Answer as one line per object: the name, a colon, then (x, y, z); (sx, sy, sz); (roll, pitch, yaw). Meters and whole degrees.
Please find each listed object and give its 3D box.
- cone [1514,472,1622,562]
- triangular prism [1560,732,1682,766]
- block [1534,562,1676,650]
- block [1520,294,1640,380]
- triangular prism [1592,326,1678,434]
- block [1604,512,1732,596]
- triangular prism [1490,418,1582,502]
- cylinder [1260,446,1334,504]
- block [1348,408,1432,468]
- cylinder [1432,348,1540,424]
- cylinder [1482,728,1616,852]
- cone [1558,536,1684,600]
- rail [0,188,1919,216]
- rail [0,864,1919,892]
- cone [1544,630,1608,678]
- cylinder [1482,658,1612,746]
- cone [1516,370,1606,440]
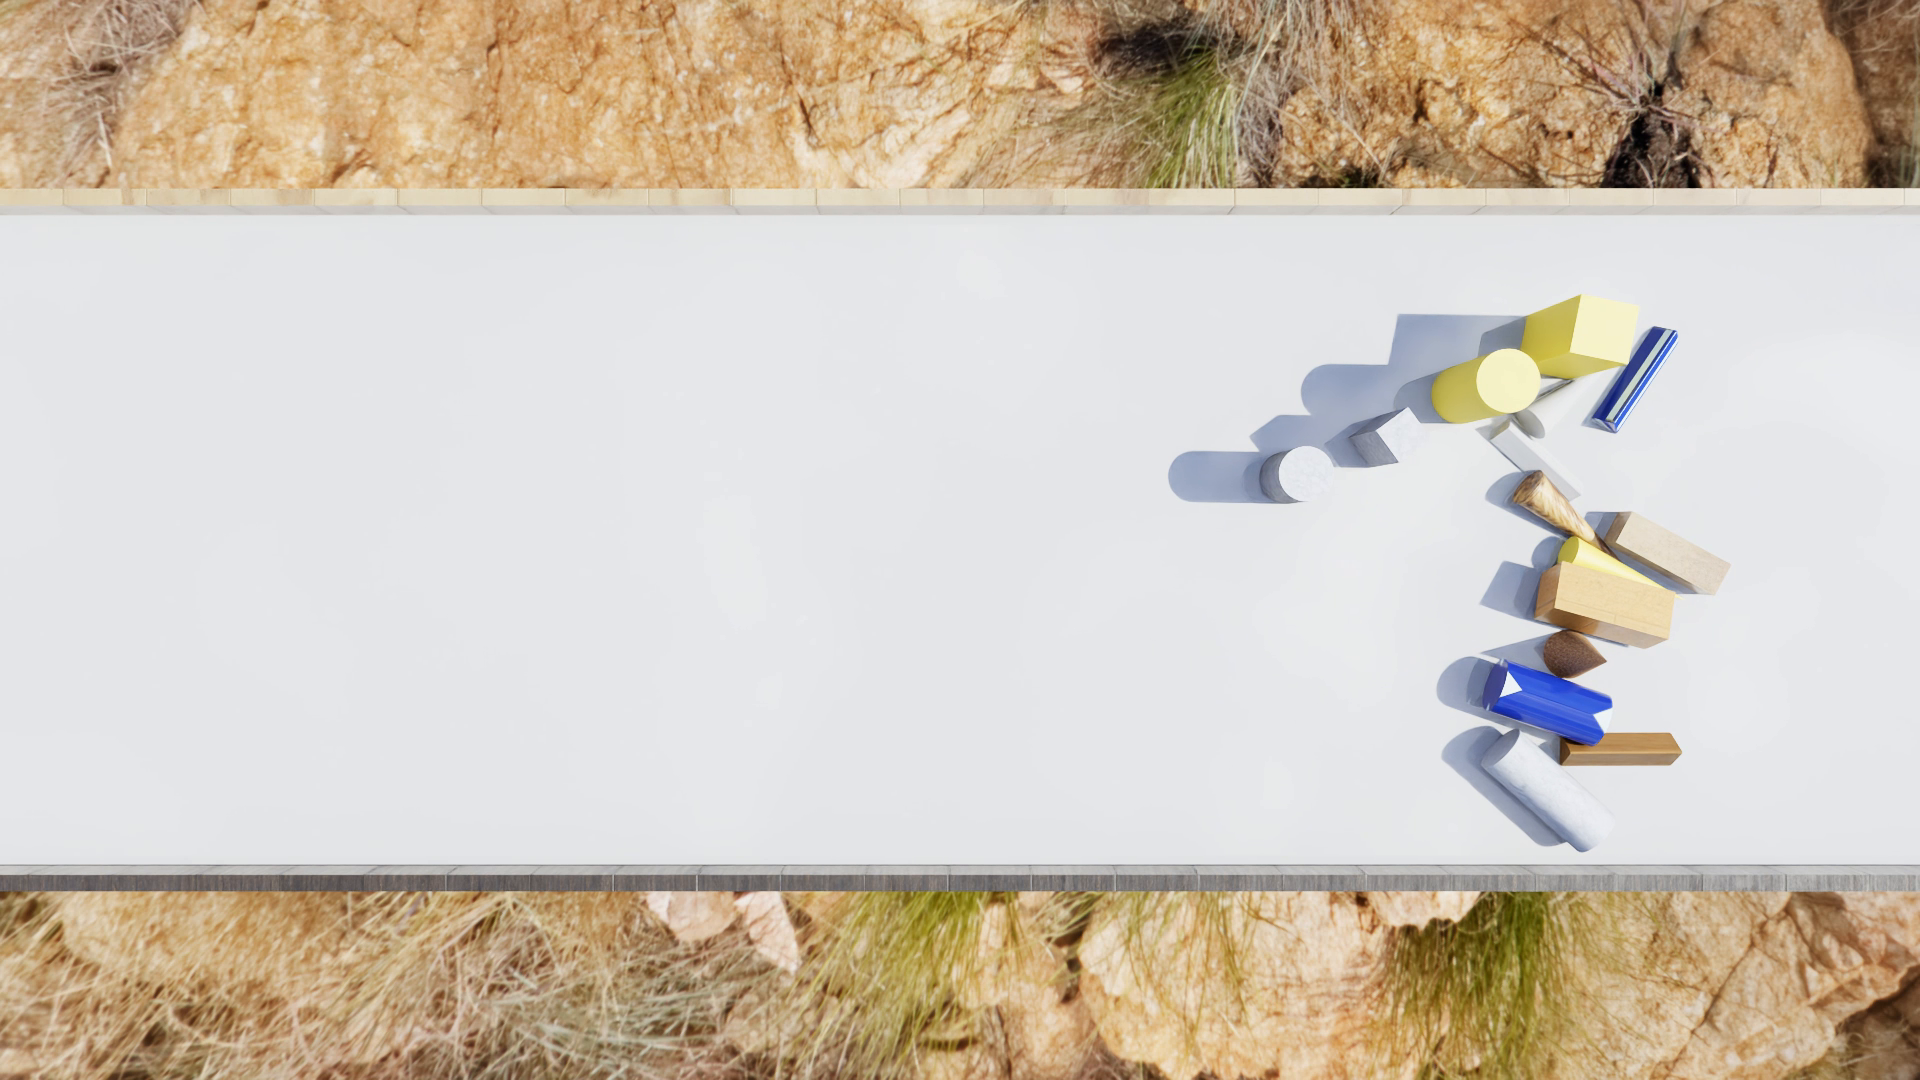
cone: (1.897, -0.031, 5.047); (0.432, 0.120, 0.120); (38, 90, -8)
triangular prism: (2.016, 0.643, 5.031); (0.338, 0.086, 0.099); (0, 90, 0)
block: (1.946, 0.198, 4.984); (0.352, 0.150, 0.150); (15, 74, 0)
block: (1.812, -0.593, 4.855); (0.167, 0.442, 0.167); (12, 90, 0)
triangular prism: (2.077, -0.493, 5.036); (0.088, 0.076, 0.341); (34, 90, 0)
block: (2.151, 0.040, 5.023); (0.339, 0.107, 0.107); (28, 90, 0)
triangular prism: (1.772, -0.240, 5.033); (0.301, 0.083, 0.095); (42, 90, 0)
cylinder: (1.001, -0.191, 4.920); (0.160, 0.312, 0.160); (0, 90, 0)
block: (1.274, -0.302, 4.906); (0.114, 0.341, 0.114); (-36, 90, 0)
cylinder: (1.540, -0.447, 4.853); (0.180, 0.446, 0.180); (0, 90, 0)
cylinder: (1.783, 0.759, 4.998); (0.386, 0.158, 0.158); (42, 90, 0)
cone: (2.043, 0.112, 5.049); (0.412, 0.110, 0.110); (21, 90, -8)
rail: (-2.247, -1.025, 5.002); (12.000, 0.150, 0.050); (0, 90, 0)
rail: (-2.247, 1.025, 5.001); (12.000, 0.150, 0.050); (0, 90, 0)
cone: (1.872, 0.351, 4.921); (0.152, 0.312, 0.152); (0, 90, 0)
cylinder: (1.777, 0.491, 4.993); (0.332, 0.167, 0.167); (19, 90, 0)
cone: (1.887, -0.463, 5.047); (0.374, 0.117, 0.117); (-36, 90, -9)
